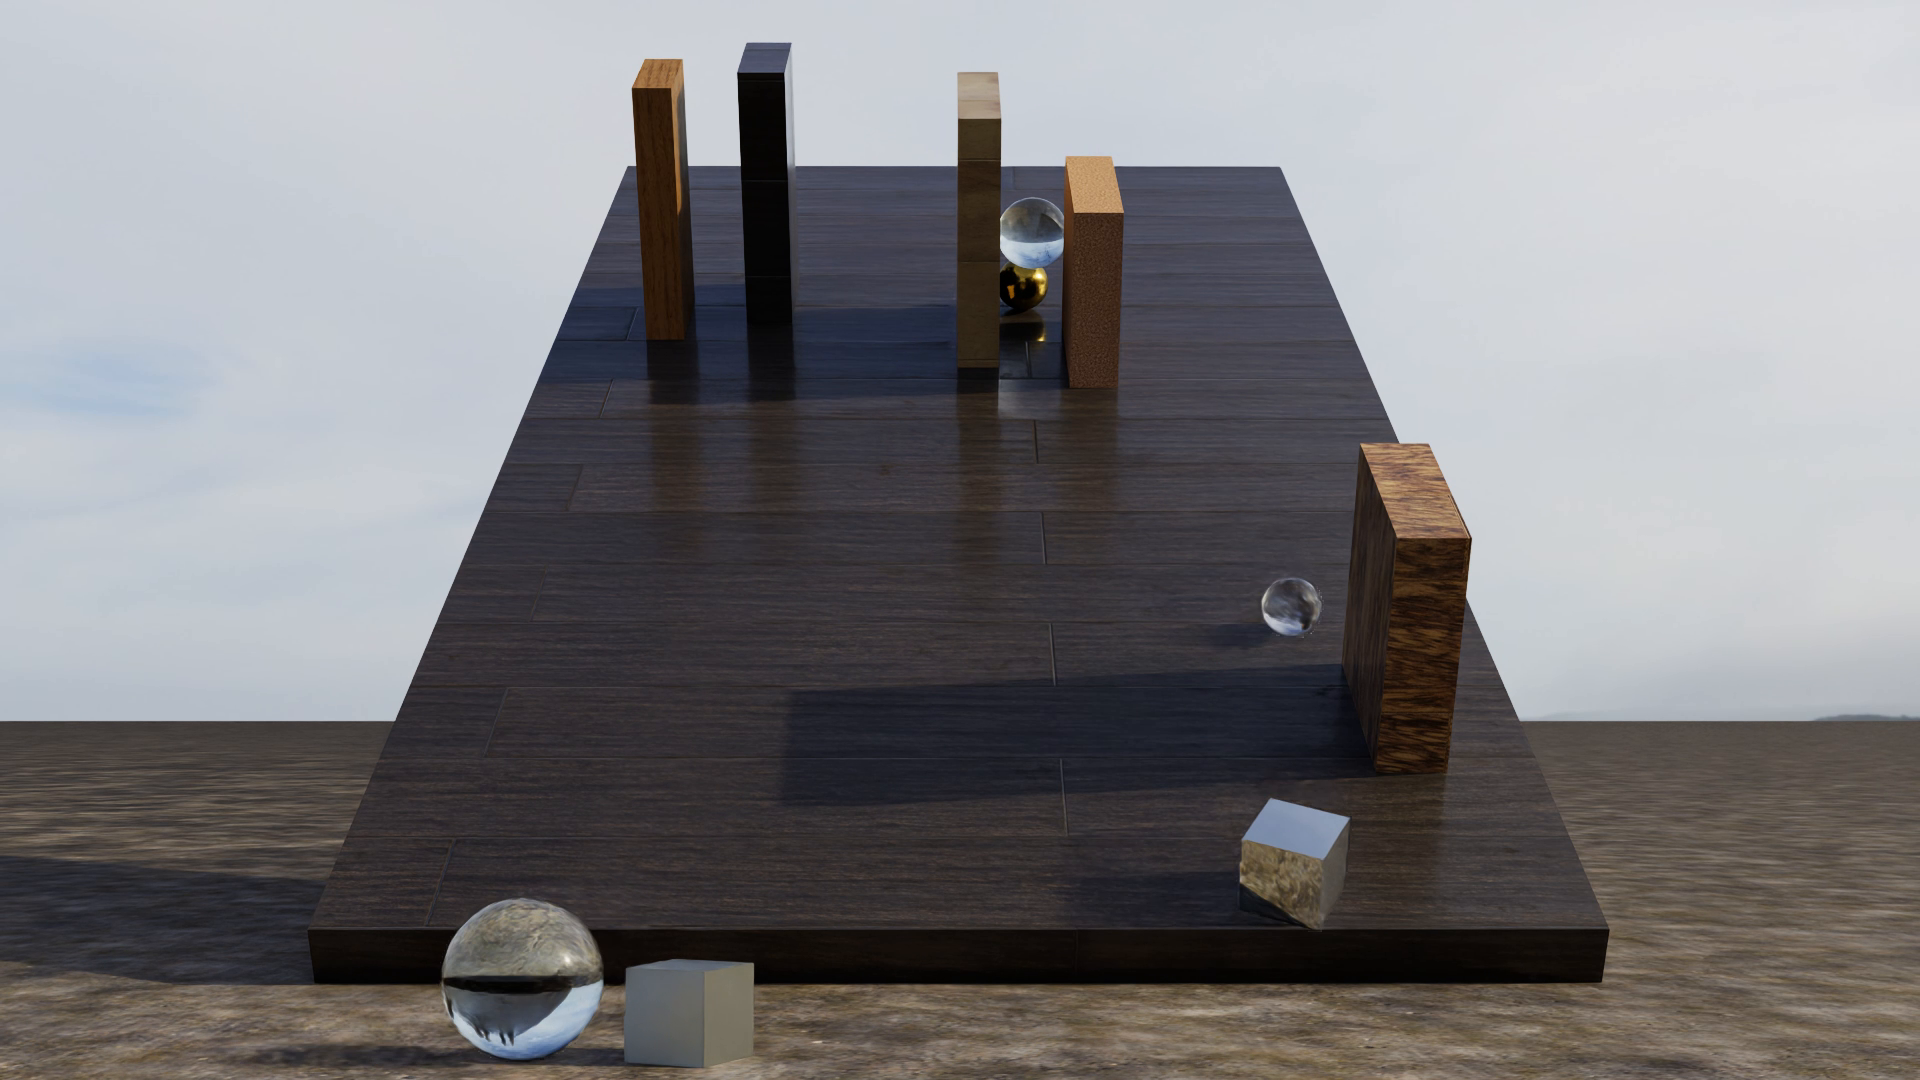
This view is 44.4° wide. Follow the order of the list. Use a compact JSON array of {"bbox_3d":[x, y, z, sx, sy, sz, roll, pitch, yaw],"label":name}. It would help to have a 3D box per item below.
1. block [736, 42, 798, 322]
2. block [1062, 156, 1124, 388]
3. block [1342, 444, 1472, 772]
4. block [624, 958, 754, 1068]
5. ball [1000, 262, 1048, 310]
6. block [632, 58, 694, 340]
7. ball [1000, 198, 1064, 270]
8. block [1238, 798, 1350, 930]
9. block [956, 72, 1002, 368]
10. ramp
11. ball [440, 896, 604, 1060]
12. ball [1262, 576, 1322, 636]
[{"bbox_3d":[-0.484,-0.907,5.979,0.115,0.645,0.297,0,26,0],"label":"block"},{"bbox_3d":[0.318,-0.655,5.706,0.114,0.434,0.449,0,26,0],"label":"block"},{"bbox_3d":[0.773,0.113,4.108,0.122,0.446,0.388,0,26,0],"label":"block"},{"bbox_3d":[-0.328,0.572,2.855,0.112,0.112,0.112,-2,-5,26],"label":"block"},{"bbox_3d":[0.160,-0.659,6.056,0.135,0.135,0.135,0,-4,0],"label":"ball"},{"bbox_3d":[-0.736,-0.848,5.864,0.094,0.638,0.277,0,26,0],"label":"block"},{"bbox_3d":[0.184,-0.775,5.951,0.181,0.181,0.181,0,-4,0],"label":"ball"},{"bbox_3d":[0.519,0.504,3.664,0.130,0.130,0.130,12,28,23],"label":"block"},{"bbox_3d":[0.044,-0.788,5.769,0.101,0.617,0.420,0,26,0],"label":"block"},{"bbox_3d":[-0.010,-0.229,5.436,2.000,0.100,4.000,0,26,0],"label":"ramp"},{"bbox_3d":[-0.530,0.531,2.853,0.195,0.195,0.195,0,-4,0],"label":"ball"},{"bbox_3d":[0.628,0.126,4.463,0.113,0.113,0.113,0,-4,0],"label":"ball"}]
